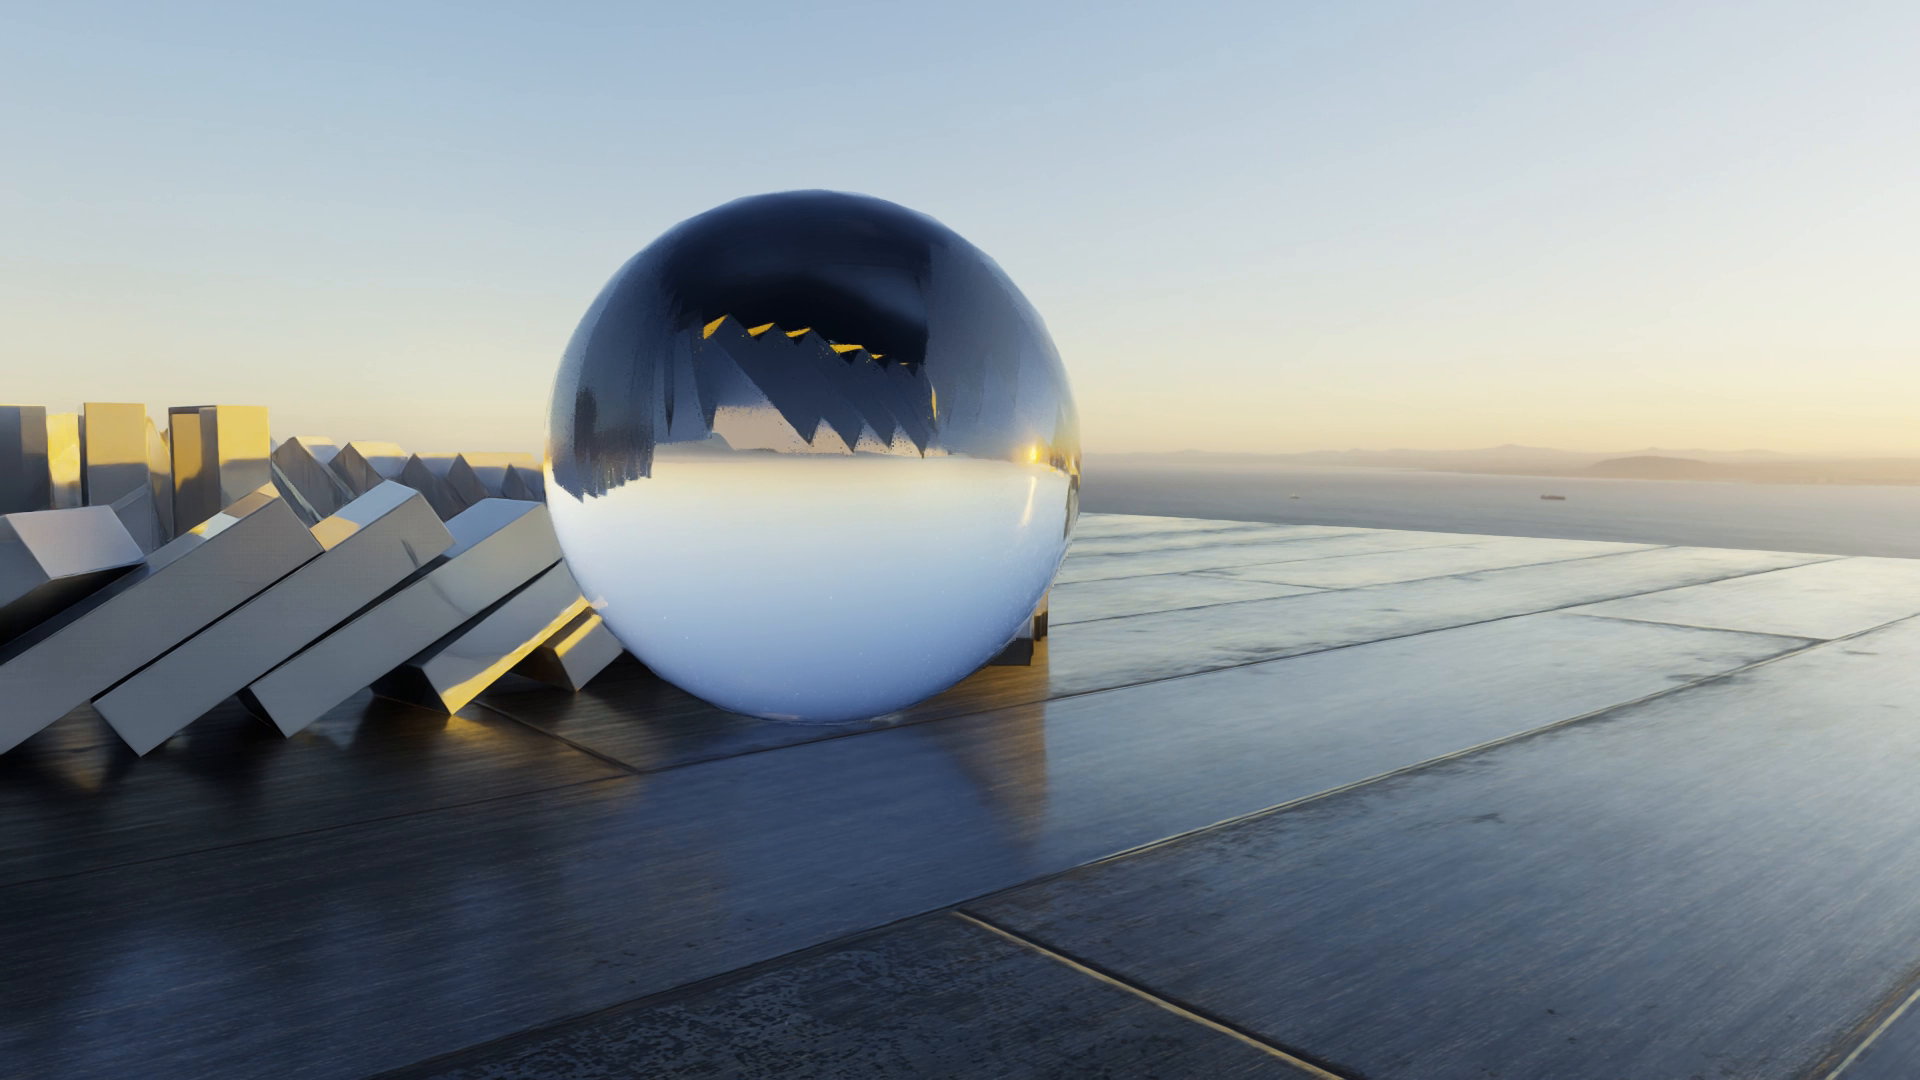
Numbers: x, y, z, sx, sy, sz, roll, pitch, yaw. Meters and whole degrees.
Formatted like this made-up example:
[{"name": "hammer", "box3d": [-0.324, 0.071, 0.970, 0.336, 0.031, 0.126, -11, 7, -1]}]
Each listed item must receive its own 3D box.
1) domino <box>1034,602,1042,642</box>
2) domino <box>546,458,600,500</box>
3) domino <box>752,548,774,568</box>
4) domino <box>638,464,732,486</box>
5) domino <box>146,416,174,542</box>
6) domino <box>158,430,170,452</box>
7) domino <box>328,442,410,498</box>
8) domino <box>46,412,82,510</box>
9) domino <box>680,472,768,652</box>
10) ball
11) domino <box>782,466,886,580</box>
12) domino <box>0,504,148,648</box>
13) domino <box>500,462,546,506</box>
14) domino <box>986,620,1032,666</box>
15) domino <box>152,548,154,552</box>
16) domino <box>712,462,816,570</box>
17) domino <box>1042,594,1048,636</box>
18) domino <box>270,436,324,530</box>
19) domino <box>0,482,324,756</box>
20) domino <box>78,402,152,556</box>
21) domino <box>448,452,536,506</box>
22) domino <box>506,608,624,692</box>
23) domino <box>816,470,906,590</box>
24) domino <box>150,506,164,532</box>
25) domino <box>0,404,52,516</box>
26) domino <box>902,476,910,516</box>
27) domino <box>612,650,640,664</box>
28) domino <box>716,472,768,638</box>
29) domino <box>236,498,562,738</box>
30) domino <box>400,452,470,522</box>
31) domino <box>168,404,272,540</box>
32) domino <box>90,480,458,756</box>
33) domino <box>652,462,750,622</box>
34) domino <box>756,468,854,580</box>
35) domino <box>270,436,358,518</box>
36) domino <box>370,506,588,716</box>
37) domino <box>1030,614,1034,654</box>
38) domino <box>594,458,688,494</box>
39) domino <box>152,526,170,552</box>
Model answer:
[{"name": "domino", "box3d": [0.005, -0.001, 0.285, 0.025, 0.050, 0.010, 0, -39, 3]}, {"name": "domino", "box3d": [-0.096, -0.004, 0.364, 0.025, 0.009, 0.050, -2, 41, -41]}, {"name": "domino", "box3d": [-0.079, -0.009, 0.446, 0.050, 0.010, 0.025, 40, 23, 28]}, {"name": "domino", "box3d": [-0.071, -0.001, 0.336, 0.025, 0.010, 0.050, 1, 38, -15]}, {"name": "domino", "box3d": [-0.224, -0.010, 0.365, 0.010, 0.050, 0.025, -27, 18, -29]}, {"name": "domino", "box3d": [-0.213, -0.010, 0.373, 0.010, 0.050, 0.025, -28, 14, -19]}, {"name": "domino", "box3d": [-0.165, -0.008, 0.389, 0.010, 0.050, 0.025, -43, -1, 7]}, {"name": "domino", "box3d": [-0.240, -0.008, 0.338, 0.025, 0.050, 0.010, 2, 10, 27]}, {"name": "domino", "box3d": [-0.061, 0.003, 0.280, 0.025, 0.010, 0.050, 2, 38, 8]}, {"name": "ball", "box3d": [-0.021, -0.012, 0.195, 0.080, 0.080, 0.080, 0, 4, 0]}, {"name": "domino", "box3d": [-0.034, -0.006, 0.411, 0.025, 0.010, 0.050, -2, 36, -41]}, {"name": "domino", "box3d": [-0.138, 0.013, 0.168, 0.050, 0.009, 0.025, -32, 8, -5]}, {"name": "domino", "box3d": [-0.110, -0.004, 0.374, 0.025, 0.010, 0.050, -5, 43, -48]}, {"name": "domino", "box3d": [0.002, 0.002, 0.259, 0.025, 0.050, 0.010, 0, -39, 2]}, {"name": "domino", "box3d": [-0.234, -0.009, 0.350, 0.025, 0.050, 0.010, 3, 16, 34]}, {"name": "domino", "box3d": [-0.064, -0.008, 0.437, 0.025, 0.010, 0.050, 3, 32, -48]}, {"name": "domino", "box3d": [0.008, -0.001, 0.298, 0.025, 0.050, 0.010, 0, -39, 3]}, {"name": "domino", "box3d": [-0.197, -0.009, 0.380, 0.010, 0.050, 0.025, -35, 12, -10]}, {"name": "domino", "box3d": [-0.117, 0.011, 0.183, 0.050, 0.010, 0.025, -38, 24, -21]}, {"name": "domino", "box3d": [-0.162, -0.001, 0.247, 0.009, 0.050, 0.025, -3, 5, -37]}, {"name": "domino", "box3d": [-0.129, -0.006, 0.384, 0.050, 0.009, 0.025, 47, 26, 21]}, {"name": "domino", "box3d": [-0.064, 0.007, 0.241, 0.025, 0.009, 0.050, 8, 39, 35]}, {"name": "domino", "box3d": [-0.021, -0.004, 0.396, 0.025, 0.010, 0.050, -3, 37, -39]}, {"name": "domino", "box3d": [-0.267, -0.008, 0.433, 0.050, 0.009, 0.025, 33, -14, -25]}, {"name": "domino", "box3d": [-0.184, -0.001, 0.241, 0.009, 0.050, 0.025, 0, 4, 0]}, {"name": "domino", "box3d": [-0.002, -0.002, 0.378, 0.025, 0.010, 0.050, -1, 33, -10]}, {"name": "domino", "box3d": [-0.061, 0.004, 0.263, 0.025, 0.009, 0.050, 4, 39, 15]}, {"name": "domino", "box3d": [-0.061, 0.002, 0.298, 0.025, 0.010, 0.050, 0, 38, 3]}, {"name": "domino", "box3d": [-0.090, 0.011, 0.206, 0.050, 0.010, 0.025, -39, 27, -31]}, {"name": "domino", "box3d": [-0.144, -0.007, 0.389, 0.050, 0.010, 0.025, 45, 21, 16]}, {"name": "domino", "box3d": [-0.149, -0.002, 0.260, 0.025, 0.050, 0.010, 4, 6, 40]}, {"name": "domino", "box3d": [-0.103, 0.010, 0.193, 0.050, 0.010, 0.025, -40, 26, -24]}, {"name": "domino", "box3d": [-0.066, 0.000, 0.320, 0.025, 0.010, 0.050, 4, 38, -11]}, {"name": "domino", "box3d": [-0.046, -0.006, 0.423, 0.025, 0.010, 0.050, -4, 37, -43]}, {"name": "domino", "box3d": [-0.182, -0.009, 0.386, 0.009, 0.050, 0.025, -39, 7, -2]}, {"name": "domino", "box3d": [-0.077, 0.009, 0.223, 0.025, 0.010, 0.050, 4, 36, 39]}, {"name": "domino", "box3d": [0.003, 0.001, 0.272, 0.025, 0.050, 0.010, 0, -39, 3]}, {"name": "domino", "box3d": [-0.083, -0.003, 0.353, 0.025, 0.010, 0.050, 1, 39, -29]}, {"name": "domino", "box3d": [-0.280, -0.006, 0.422, 0.050, 0.010, 0.025, 34, -15, -31]}]
